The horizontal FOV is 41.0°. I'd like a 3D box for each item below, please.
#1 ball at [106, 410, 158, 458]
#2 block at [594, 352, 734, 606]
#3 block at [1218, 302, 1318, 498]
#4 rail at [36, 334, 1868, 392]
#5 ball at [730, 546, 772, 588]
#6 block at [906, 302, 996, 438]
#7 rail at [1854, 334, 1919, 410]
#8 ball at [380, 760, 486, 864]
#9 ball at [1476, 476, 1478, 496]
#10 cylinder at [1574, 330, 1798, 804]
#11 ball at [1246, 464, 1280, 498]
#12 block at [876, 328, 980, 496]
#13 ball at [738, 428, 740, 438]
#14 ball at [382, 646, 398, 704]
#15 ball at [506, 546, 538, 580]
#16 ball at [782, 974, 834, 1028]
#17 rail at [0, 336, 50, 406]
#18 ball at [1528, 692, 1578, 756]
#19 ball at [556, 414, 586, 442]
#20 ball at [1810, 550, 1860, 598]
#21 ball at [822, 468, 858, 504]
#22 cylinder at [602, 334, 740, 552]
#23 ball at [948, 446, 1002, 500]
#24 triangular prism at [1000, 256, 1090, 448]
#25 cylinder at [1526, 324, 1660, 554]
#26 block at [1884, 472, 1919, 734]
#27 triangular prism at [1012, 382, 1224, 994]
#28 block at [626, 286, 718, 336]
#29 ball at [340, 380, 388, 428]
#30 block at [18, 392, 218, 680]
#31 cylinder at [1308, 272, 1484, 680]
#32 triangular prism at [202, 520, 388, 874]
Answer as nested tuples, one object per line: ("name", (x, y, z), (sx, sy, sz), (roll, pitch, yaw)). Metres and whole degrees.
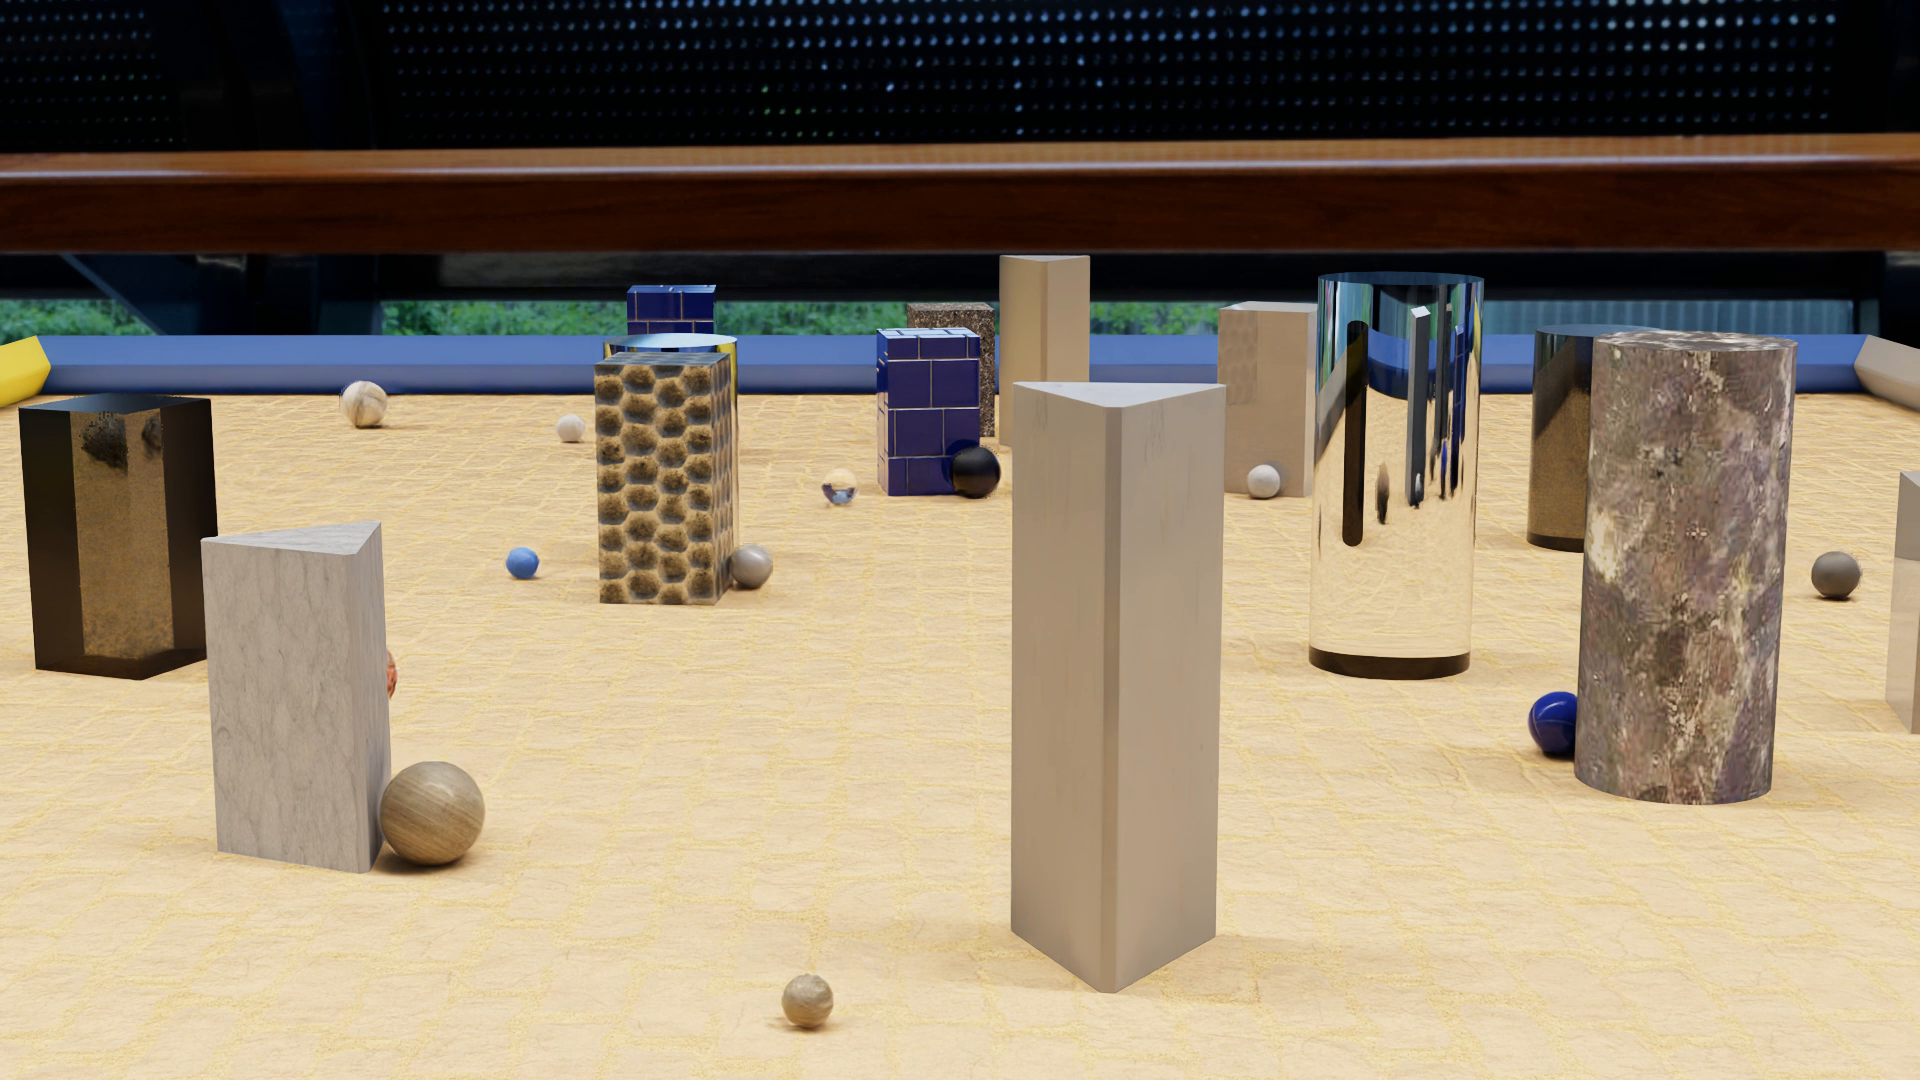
("ball", (-1.555, -0.200, 4.817), (0.091, 0.091, 0.091), (0, 10, 0))
("block", (-0.407, -0.088, 3.556), (0.158, 0.329, 0.158), (1, 11, 5))
("block", (0.546, -0.246, 4.444), (0.158, 0.317, 0.158), (5, 12, 24))
("rail", (-0.013, -0.392, 5.743), (4.113, 0.128, 0.045), (0, 10, 0))
("ball", (-0.295, 0.038, 3.619), (0.060, 0.060, 0.060), (0, 10, 0))
("block", (-0.019, -0.341, 5.135), (0.158, 0.252, 0.158), (-1, 11, -7))
("rail", (2.033, 0.031, 3.460), (0.045, 0.128, 4.714), (0, 10, 0))
("ball", (-0.486, 0.251, 2.365), (0.096, 0.096, 0.096), (0, 10, 0))
("ball", (0.801, -0.088, 4.200), (0.095, 0.095, 0.095), (0, 10, 0))
("cylinder", (0.737, 0.023, 2.614), (0.198, 0.454, 0.198), (0, 10, 0))
("ball", (0.516, -0.099, 4.364), (0.057, 0.057, 0.057), (0, 10, 0))
("block", (-0.056, -0.224, 4.451), (0.158, 0.271, 0.158), (-2, 11, -8))
("ball", (-0.450, -0.208, 4.989), (0.044, 0.044, 0.044), (0, 10, 0))
("ball", (-0.683, 0.154, 2.896), (0.093, 0.093, 0.093), (0, 10, 0))
("ball", (-0.628, 0.033, 3.680), (0.046, 0.046, 0.046), (0, 10, 0))
("ball", (-0.117, 0.353, 1.967), (0.040, 0.040, 0.040), (0, 10, 0))
("rail", (-2.033, 0.035, 3.437), (0.045, 0.128, 4.714), (0, 10, 0))
("ball", (0.641, 0.196, 2.741), (0.068, 0.068, 0.068), (0, 10, 0))
("ball", (-0.761, -0.219, 5.016), (0.055, 0.055, 0.055), (0, 10, 0))
("ball", (1.211, 0.048, 3.548), (0.065, 0.065, 0.065), (0, 10, 0))
("ball", (-0.201, -0.091, 4.306), (0.061, 0.061, 0.061), (0, 10, 0))
("cylinder", (-0.428, -0.134, 3.814), (0.198, 0.327, 0.198), (0, 10, 0))
("ball", (0.025, -0.114, 4.356), (0.090, 0.090, 0.090), (0, 10, 0))
("triangular prism", (0.140, -0.360, 4.924), (0.148, 0.366, 0.171), (7, 12, 32))
("cylinder", (0.977, -0.158, 3.939), (0.198, 0.328, 0.198), (0, 10, 0))
("block", (1.140, 0.070, 2.869), (0.158, 0.269, 0.158), (2, 11, 9))
("triangular prism", (0.106, 0.109, 2.107), (0.148, 0.470, 0.171), (7, 13, 34))
("block", (-0.538, -0.316, 4.829), (0.158, 0.314, 0.158), (-1, 11, -3))
("ball", (-1.212, -0.277, 5.222), (0.094, 0.094, 0.094), (0, 10, 0))
("block", (-1.026, -0.008, 3.146), (0.158, 0.322, 0.158), (4, 11, 22))
("cylinder", (0.530, -0.082, 3.130), (0.198, 0.474, 0.198), (0, 10, 0))
("triangular prism", (-0.589, 0.140, 2.416), (0.171, 0.297, 0.148), (5, 12, 25))
